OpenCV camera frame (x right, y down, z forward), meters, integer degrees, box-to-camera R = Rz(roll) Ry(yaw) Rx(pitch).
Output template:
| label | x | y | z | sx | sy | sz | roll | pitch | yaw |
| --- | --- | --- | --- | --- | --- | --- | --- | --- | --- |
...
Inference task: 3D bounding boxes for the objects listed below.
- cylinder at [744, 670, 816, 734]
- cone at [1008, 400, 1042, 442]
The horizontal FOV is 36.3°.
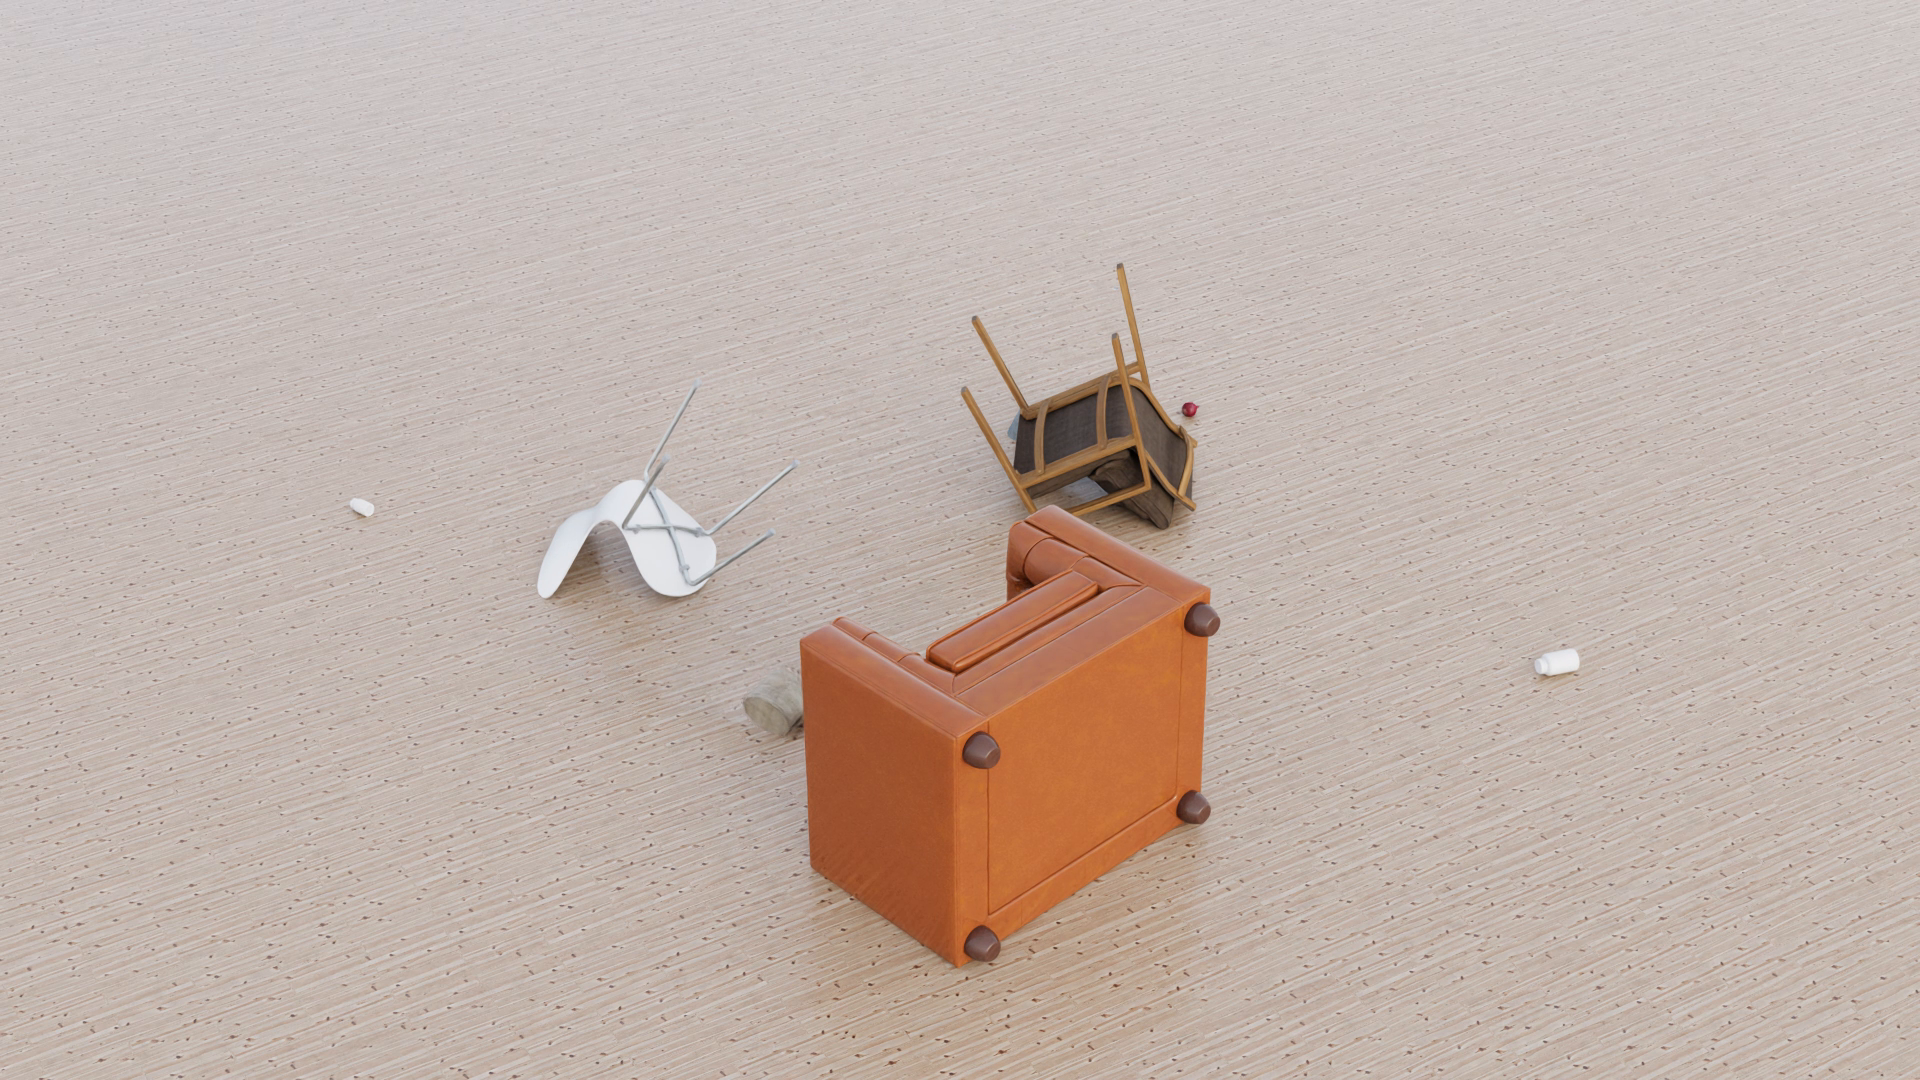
| label | x | y | z | sx | sy | sz | roll | pitch | yaw |
| --- | --- | --- | --- | --- | --- | --- | --- | --- | --- |
| cylinder | -0.613 | 0.552 | 9.987 | 0.186 | 0.122 | 0.180 | 33 | 41 | 9 |
| cone | 0.254 | -0.487 | 11.544 | 0.135 | 0.154 | 0.134 | -15 | 36 | -22 |
